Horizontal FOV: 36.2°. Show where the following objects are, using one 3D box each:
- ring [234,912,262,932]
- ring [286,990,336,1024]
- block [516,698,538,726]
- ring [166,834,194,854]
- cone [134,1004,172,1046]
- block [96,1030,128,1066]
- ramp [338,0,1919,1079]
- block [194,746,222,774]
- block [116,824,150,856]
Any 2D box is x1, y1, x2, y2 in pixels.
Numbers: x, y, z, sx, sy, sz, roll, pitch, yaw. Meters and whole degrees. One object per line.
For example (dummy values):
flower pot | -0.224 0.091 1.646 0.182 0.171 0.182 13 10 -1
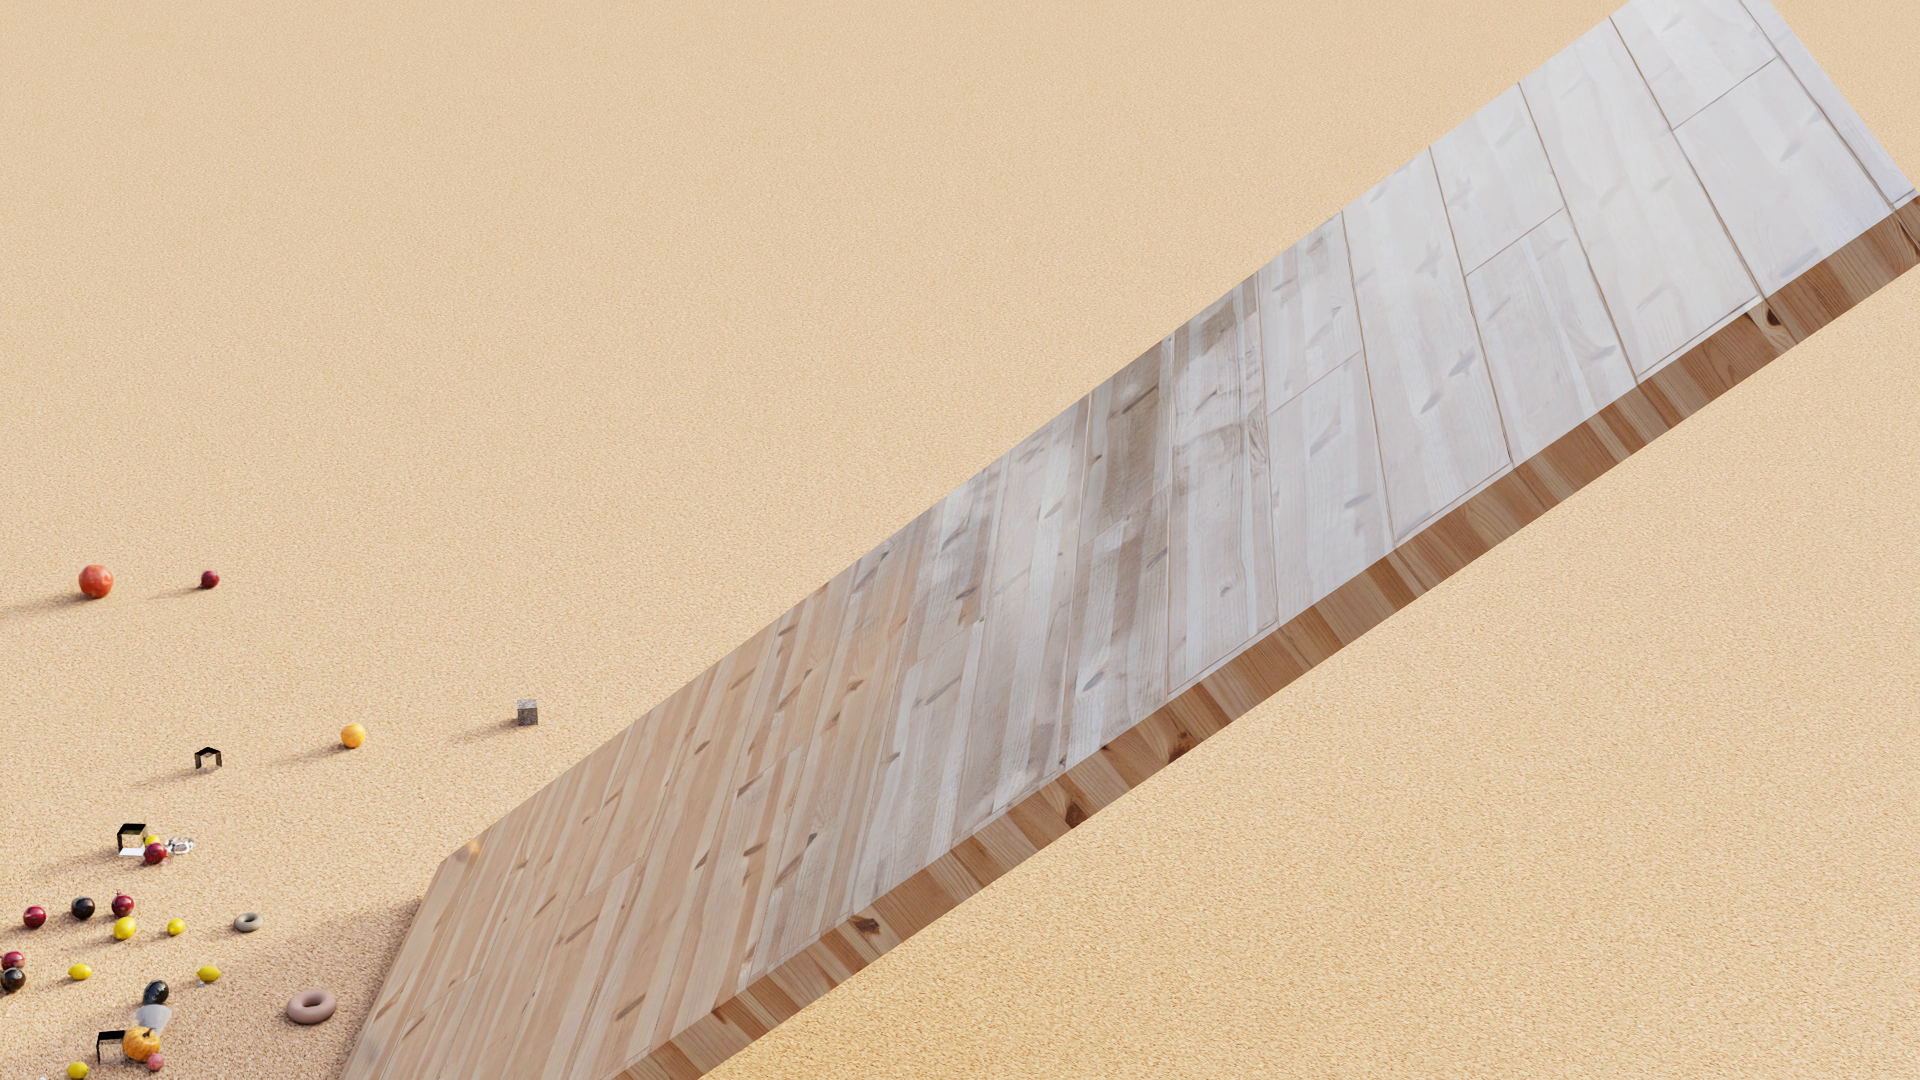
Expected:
ring | -1.860 0.999 7.688 0.075 0.025 0.075 0 25 0
ring | -1.610 1.158 7.303 0.122 0.041 0.122 0 25 0
block | -1.288 0.514 8.760 0.058 0.058 0.058 -4 24 -9
ring | -2.139 0.834 8.065 0.078 0.026 0.078 1 24 -1
cone | -1.977 1.201 7.206 0.090 0.090 0.090 -5 51 -11
block | -2.052 1.230 7.114 0.061 0.061 0.061 -3 24 -8
ramp | 0.122 0.184 6.337 4.000 0.100 2.000 -36 16 18
block | -2.169 0.636 8.486 0.052 0.052 0.052 14 27 29
block | -2.264 0.819 8.052 0.063 0.063 0.063 1 24 3
